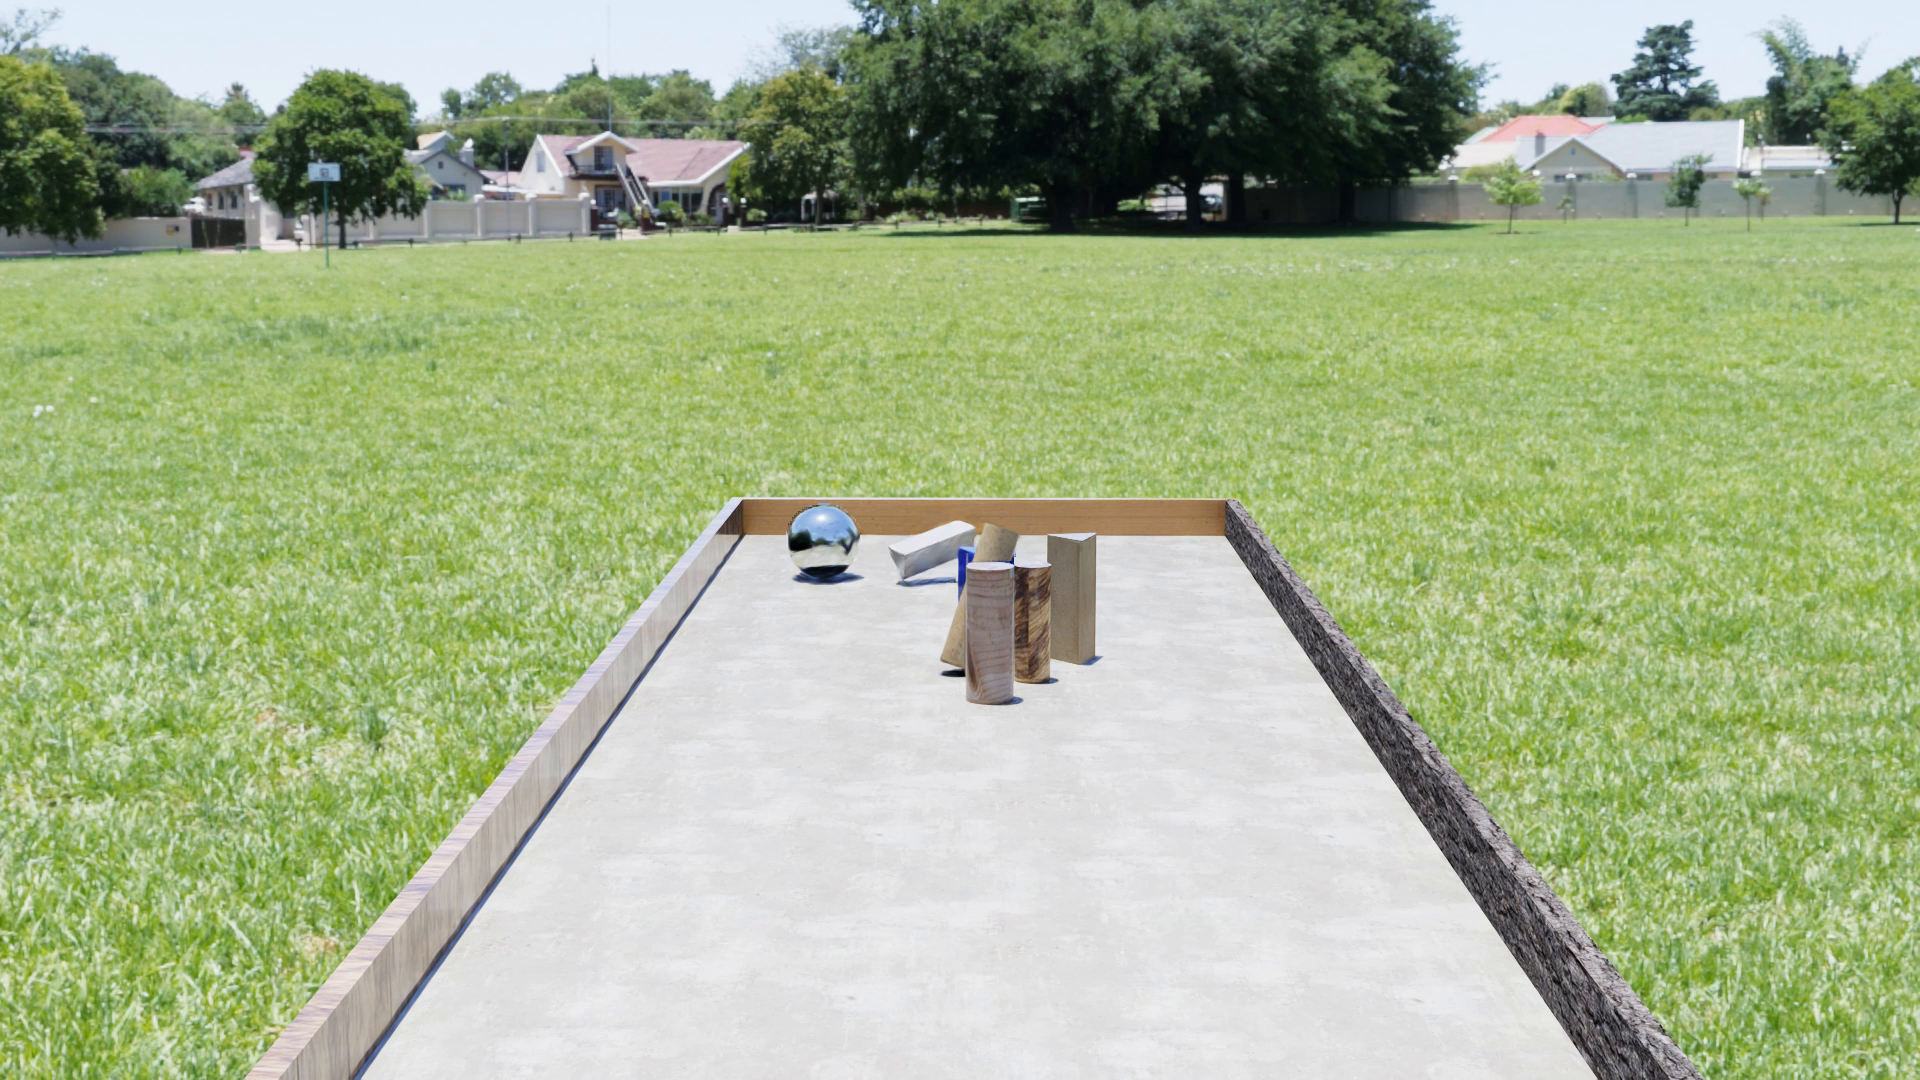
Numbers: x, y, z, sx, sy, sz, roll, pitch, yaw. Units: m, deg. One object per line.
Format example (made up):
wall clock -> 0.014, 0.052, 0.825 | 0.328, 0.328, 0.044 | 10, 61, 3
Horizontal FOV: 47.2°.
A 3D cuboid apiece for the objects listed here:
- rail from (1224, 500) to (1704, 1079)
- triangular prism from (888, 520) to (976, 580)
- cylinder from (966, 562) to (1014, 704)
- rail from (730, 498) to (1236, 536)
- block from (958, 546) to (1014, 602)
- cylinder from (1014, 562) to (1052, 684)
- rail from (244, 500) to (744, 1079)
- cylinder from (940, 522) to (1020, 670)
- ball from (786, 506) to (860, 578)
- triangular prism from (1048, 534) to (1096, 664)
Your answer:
rail -> 1.046, 0.843, 3.208 | 0.050, 0.150, 12.000 | 0, 9, 1
triangular prism -> -0.106, 0.014, 8.057 | 0.306, 0.130, 0.113 | -21, 54, -27
cylinder -> 0.084, 0.260, 6.151 | 0.135, 0.381, 0.135 | 0, 9, 0
rail -> 0.099, -0.098, 9.147 | 2.100, 0.150, 0.050 | 0, 9, 1
block -> 0.079, 0.195, 6.700 | 0.128, 0.337, 0.128 | -4, 10, -25
cylinder -> 0.210, 0.240, 6.402 | 0.107, 0.342, 0.107 | 0, 9, 0
rail -> -1.004, 0.839, 3.234 | 0.050, 0.150, 12.000 | 0, 9, 1
cylinder -> 0.058, 0.171, 6.522 | 0.109, 0.431, 0.109 | 18, -3, 1
ball -> -0.503, 0.007, 8.107 | 0.269, 0.269, 0.269 | 0, 9, 0
triangular prism -> 0.364, 0.174, 6.698 | 0.131, 0.381, 0.151 | -7, 12, -39
